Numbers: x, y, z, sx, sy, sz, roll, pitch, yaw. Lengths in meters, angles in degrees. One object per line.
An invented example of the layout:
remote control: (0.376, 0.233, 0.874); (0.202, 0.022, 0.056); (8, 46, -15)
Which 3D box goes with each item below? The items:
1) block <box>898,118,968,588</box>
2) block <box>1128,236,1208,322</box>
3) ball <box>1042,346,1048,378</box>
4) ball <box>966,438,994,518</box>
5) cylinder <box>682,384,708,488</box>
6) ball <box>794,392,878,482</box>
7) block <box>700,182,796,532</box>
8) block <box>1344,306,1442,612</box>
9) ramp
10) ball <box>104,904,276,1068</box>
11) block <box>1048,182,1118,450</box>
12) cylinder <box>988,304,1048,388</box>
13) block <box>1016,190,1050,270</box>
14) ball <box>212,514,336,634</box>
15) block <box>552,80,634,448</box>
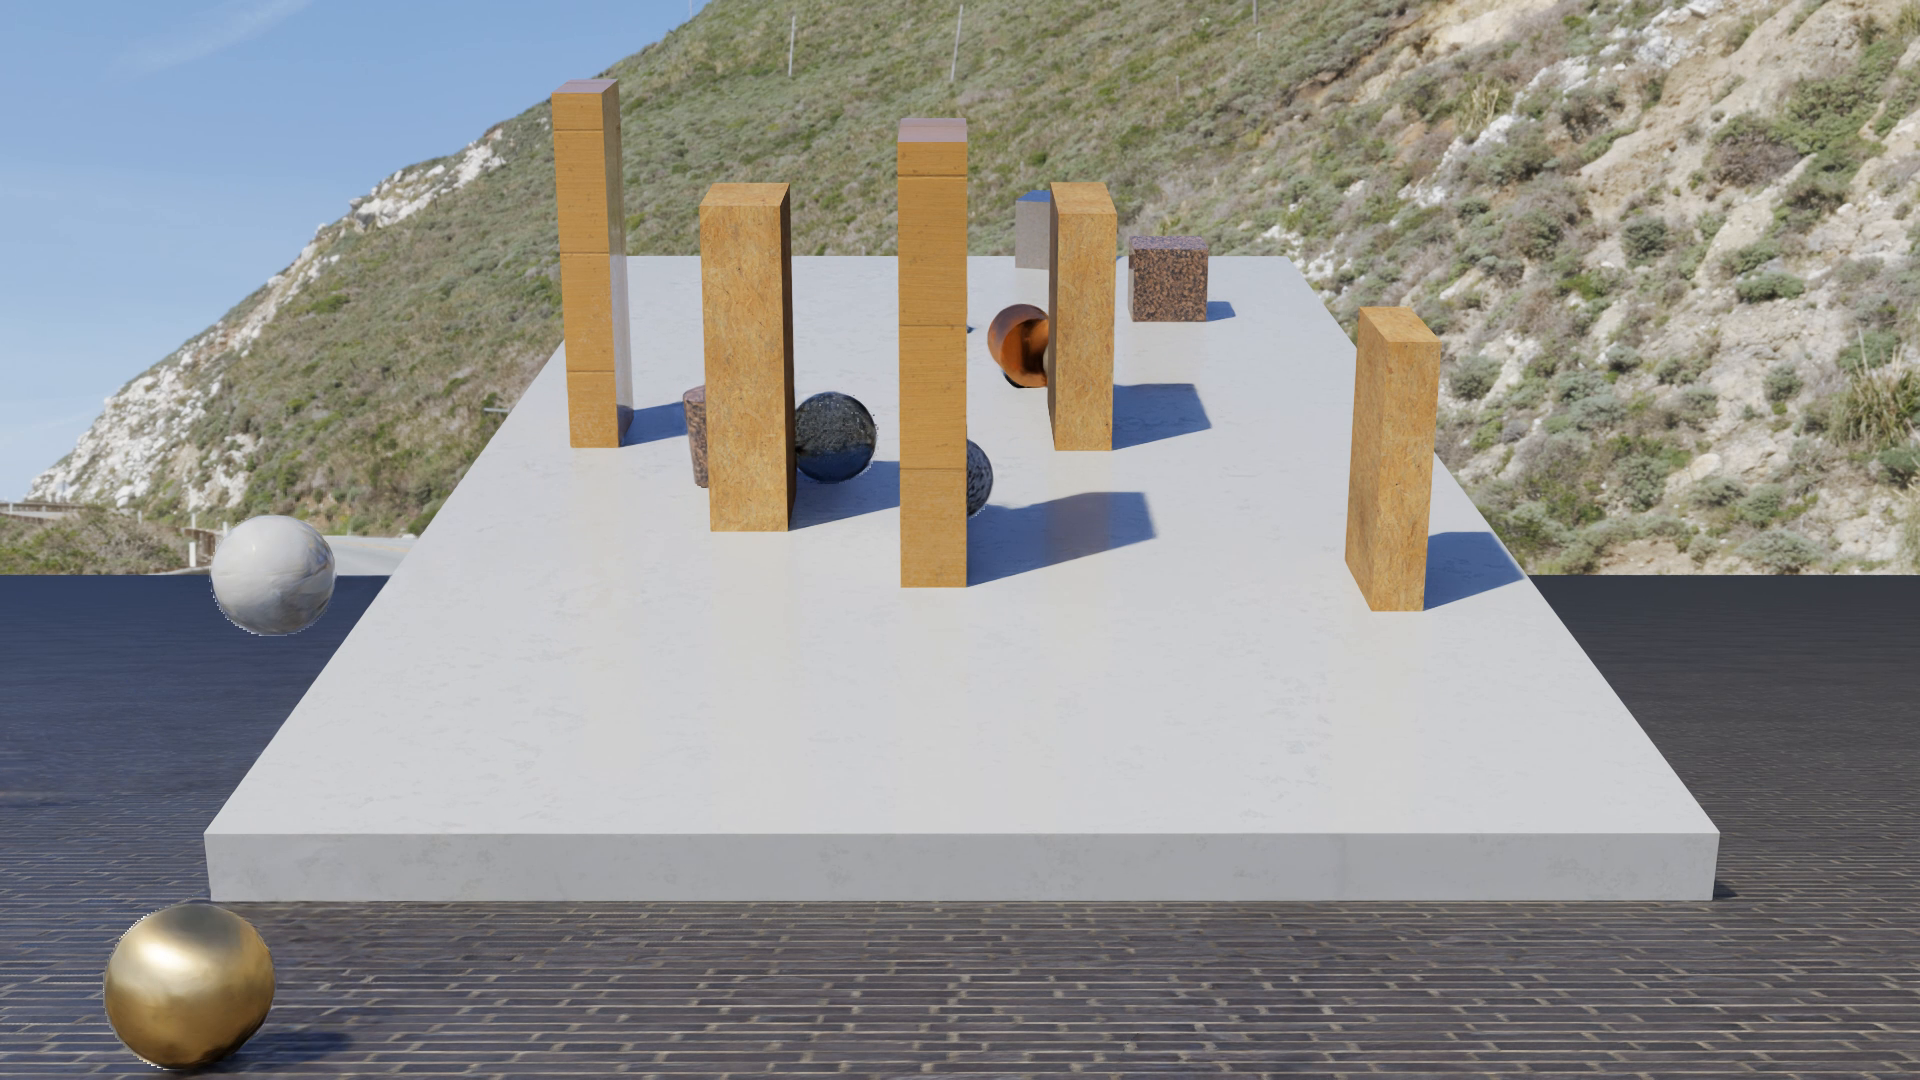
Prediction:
block: (-0.046, -0.328, 3.901); (0.114, 0.768, 0.294); (0, 18, 0)
block: (0.551, -0.695, 5.950); (0.194, 0.194, 0.194); (0, 18, 0)
ball: (0.267, -0.409, 5.138); (0.154, 0.154, 0.154); (0, -1, 0)
ball: (-0.018, -0.117, 4.209); (0.160, 0.160, 0.160); (0, -1, 0)
cylinder: (-0.456, -0.214, 4.477); (0.176, 0.176, 0.176); (-5, 18, 2)
ball: (-0.255, -0.205, 4.455); (0.181, 0.181, 0.181); (0, -1, 0)
block: (-0.394, -0.346, 4.207); (0.144, 0.610, 0.256); (0, 18, 0)
block: (0.736, -0.142, 3.824); (0.087, 0.464, 0.269); (0, 18, 0)
ramp: (-0.004, -0.188, 4.868); (2.000, 0.100, 4.000); (0, 18, 0)
ball: (-0.686, 0.397, 1.997); (0.144, 0.144, 0.144); (0, -1, 0)
block: (0.259, -0.488, 4.821); (0.119, 0.501, 0.401); (0, 18, 0)
cylinder: (0.161, -0.459, 5.272); (0.165, 0.165, 0.165); (0, 18, -11)
block: (0.285, -0.915, 6.615); (0.199, 0.199, 0.199); (5, 19, 15)
ball: (-1.152, 0.057, 3.761); (0.201, 0.201, 0.201); (0, -1, 0)
block: (-0.771, -0.584, 4.725); (0.101, 0.740, 0.242); (0, 18, 0)
